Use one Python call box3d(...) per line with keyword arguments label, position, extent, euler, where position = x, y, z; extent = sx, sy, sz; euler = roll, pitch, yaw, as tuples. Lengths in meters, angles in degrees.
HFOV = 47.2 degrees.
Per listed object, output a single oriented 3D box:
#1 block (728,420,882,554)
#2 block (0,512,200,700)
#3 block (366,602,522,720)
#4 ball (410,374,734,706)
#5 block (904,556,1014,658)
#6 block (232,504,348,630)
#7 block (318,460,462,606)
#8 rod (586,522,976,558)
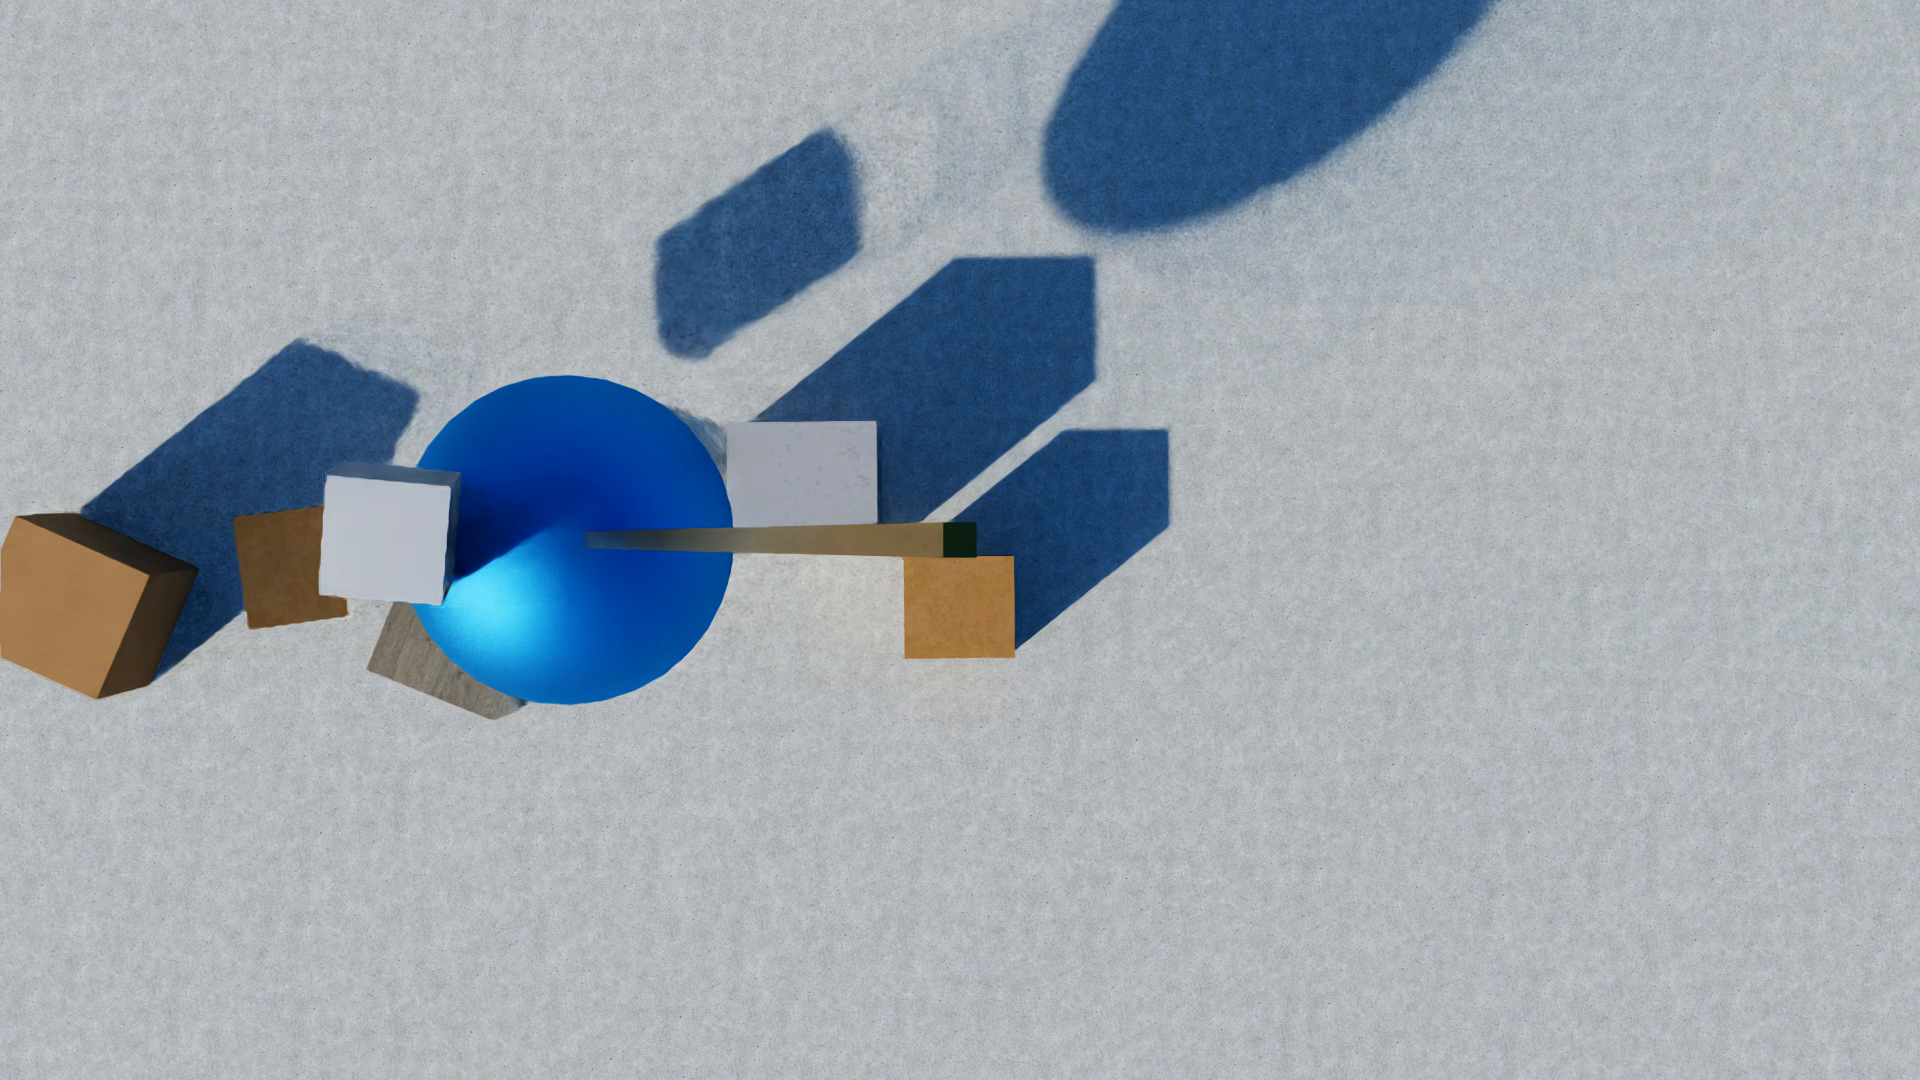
box3d(label="block", position=(-0.876, -0.292, 12.616), extent=(0.831, 0.767, 0.734), euler=(0, 90, 0))
box3d(label="block", position=(-5.017, 0.362, 12.600), extent=(0.816, 0.769, 0.758), euler=(24, 92, 0))
box3d(label="block", position=(-2.841, 0.568, 12.633), extent=(0.761, 0.734, 0.641), euler=(22, 90, 0))
box3d(label="ball", position=(-1.897, 0.000, 10.650), extent=(1.600, 1.600, 1.600), euler=(0, 90, 0))
box3d(label="block", position=(-0.004, 0.381, 12.718), extent=(0.625, 0.564, 0.577), euler=(-1, 90, 0))
box3d(label="block", position=(-3.535, 0.134, 11.597), extent=(0.500, 0.534, 0.585), euler=(-8, 94, -18))
box3d(label="block", position=(-2.496, -0.036, 9.657), extent=(0.519, 0.495, 0.519), euler=(5, 98, -8))
box3d(label="rod", position=(-0.822, 0.000, 7.425), extent=(0.080, 5.200, 0.080), euler=(0, 90, -18))
